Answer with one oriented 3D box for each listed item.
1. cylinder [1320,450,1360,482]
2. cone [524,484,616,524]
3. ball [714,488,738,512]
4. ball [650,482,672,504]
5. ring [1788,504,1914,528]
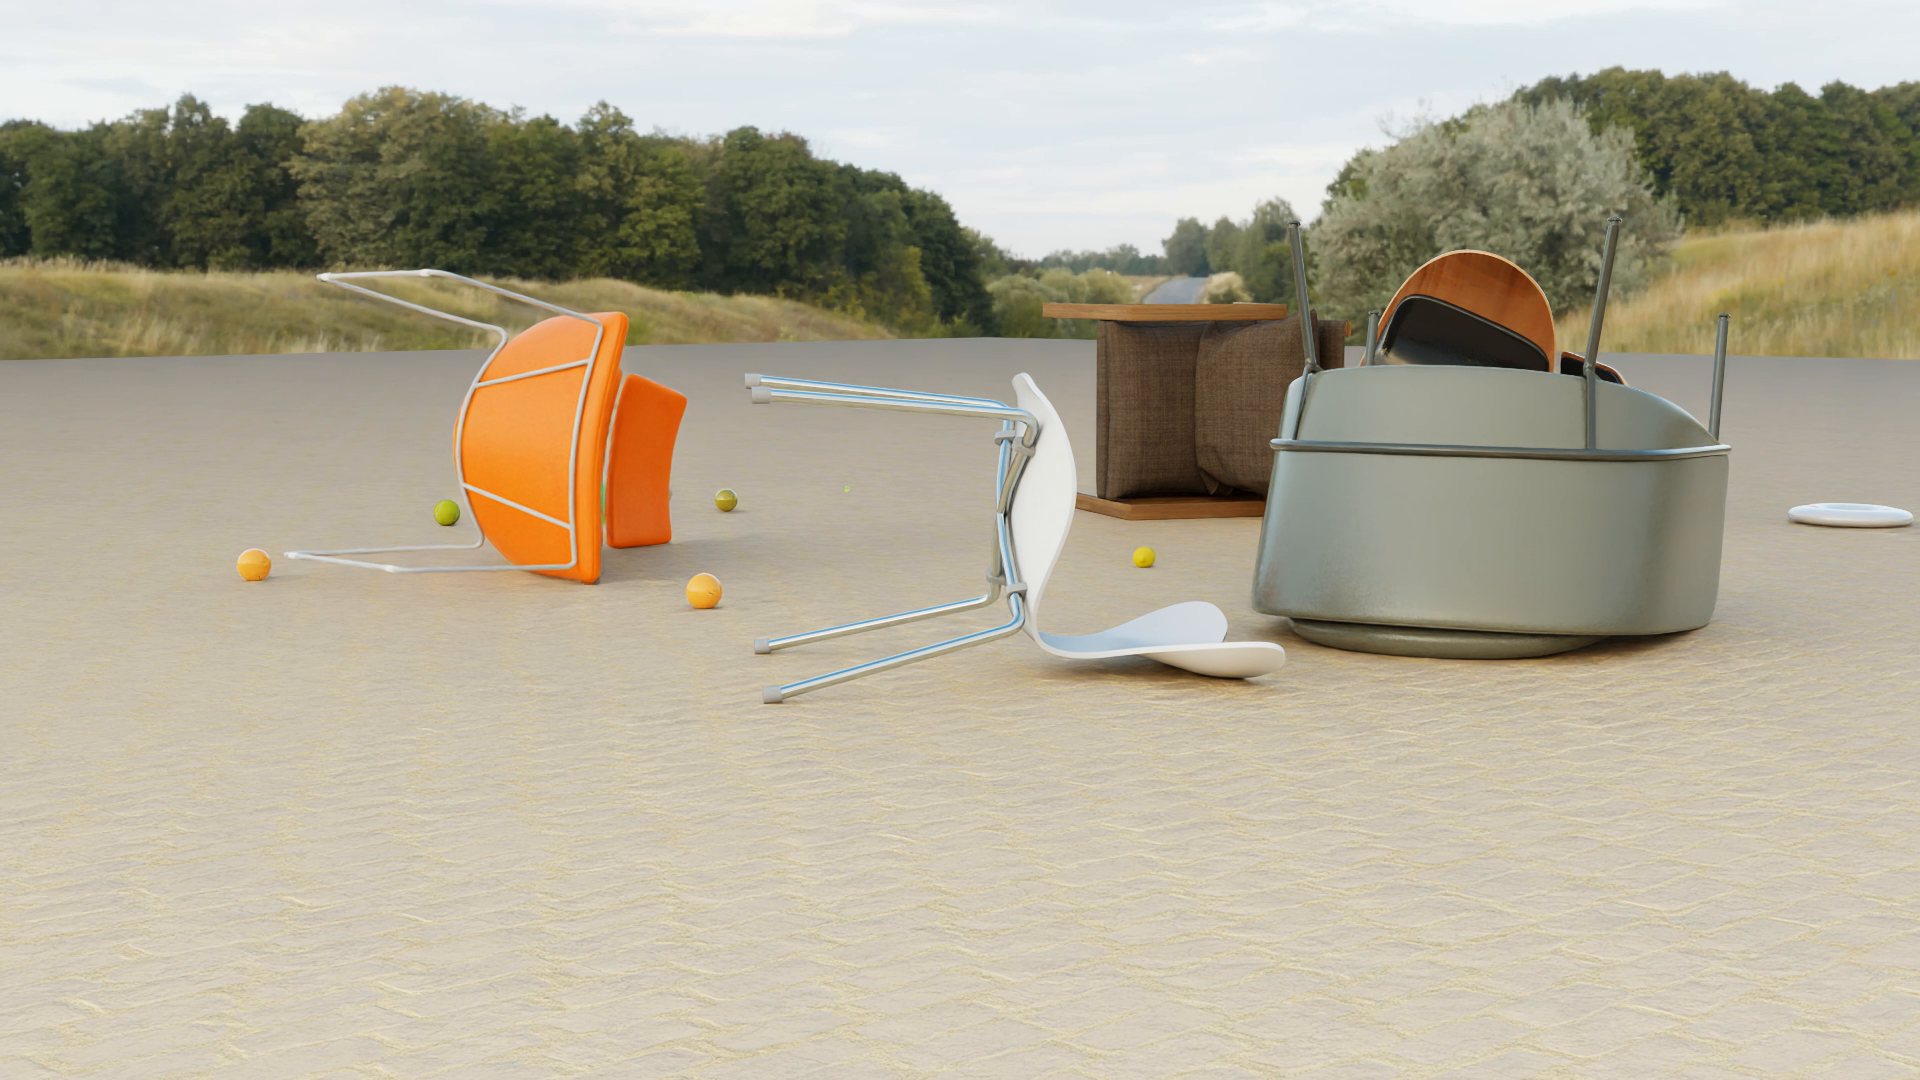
[{"bbox_3d":[1.236,-0.243,8.339,0.109,0.085,0.219,-21,0,16],"label":"cylinder"},{"bbox_3d":[-1.063,-0.074,6.871,0.241,0.106,0.151,-11,11,17],"label":"cone"},{"bbox_3d":[-0.654,-0.112,7.179,0.064,0.064,0.064,0,6,0],"label":"ball"},{"bbox_3d":[-0.863,-0.134,7.403,0.064,0.064,0.064,0,6,0],"label":"ball"},{"bbox_3d":[2.371,-0.065,6.832,0.315,0.045,0.322,-2,7,-25],"label":"ring"}]
